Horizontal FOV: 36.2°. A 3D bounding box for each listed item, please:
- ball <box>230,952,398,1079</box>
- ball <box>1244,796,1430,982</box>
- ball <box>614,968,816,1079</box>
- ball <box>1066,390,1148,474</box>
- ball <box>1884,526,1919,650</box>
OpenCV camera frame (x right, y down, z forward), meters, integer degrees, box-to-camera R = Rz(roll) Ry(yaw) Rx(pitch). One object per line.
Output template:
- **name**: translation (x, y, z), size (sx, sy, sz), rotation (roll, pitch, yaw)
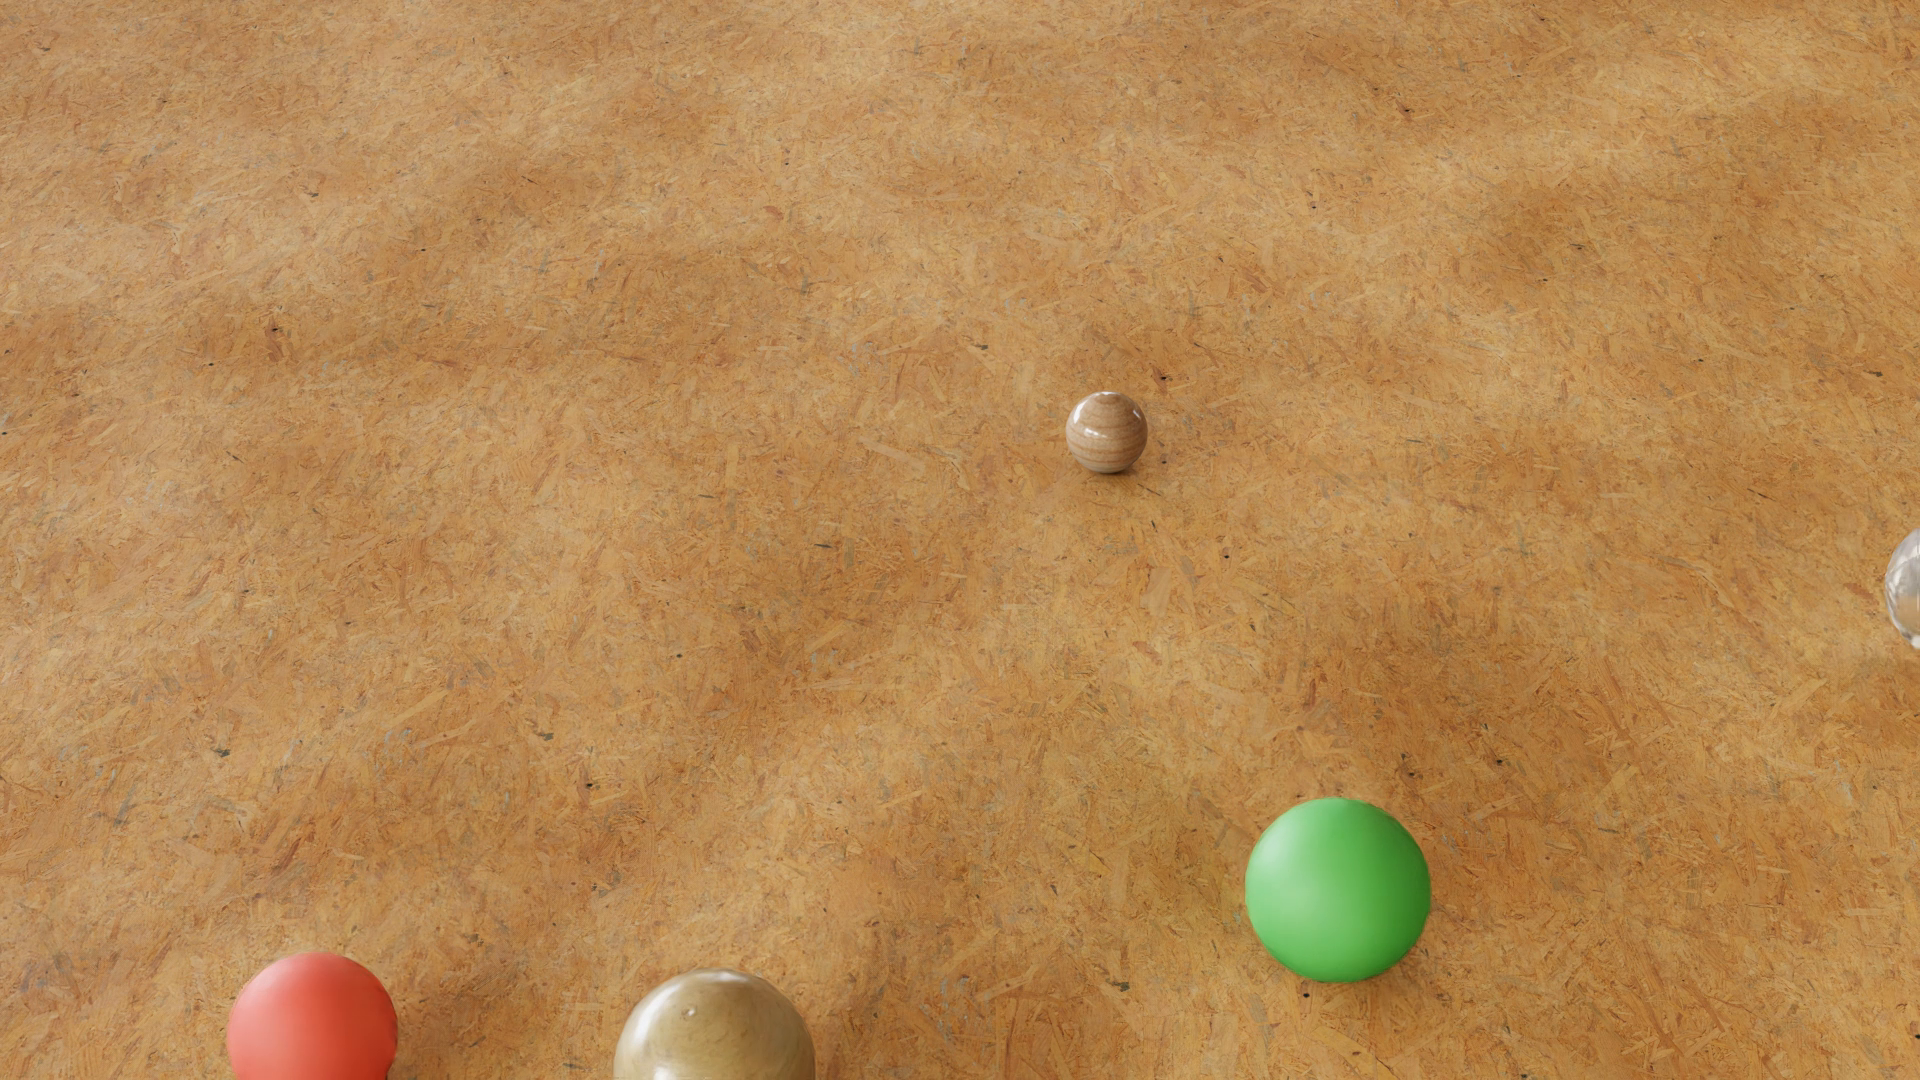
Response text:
- **ball**: translation (-0.271, 0.208, 1.233), size (0.069, 0.069, 0.069), rotation (0, 32, 0)
- **ball**: translation (0.167, 0.155, 1.305), size (0.082, 0.082, 0.082), rotation (0, 32, 0)
- **ball**: translation (-0.100, 0.217, 1.205), size (0.083, 0.083, 0.083), rotation (0, 32, 0)
- **ball**: translation (0.084, -0.062, 1.682), size (0.047, 0.047, 0.047), rotation (0, 32, 0)
- **ball**: translation (0.517, 0.025, 1.515), size (0.079, 0.079, 0.079), rotation (0, 32, 0)
